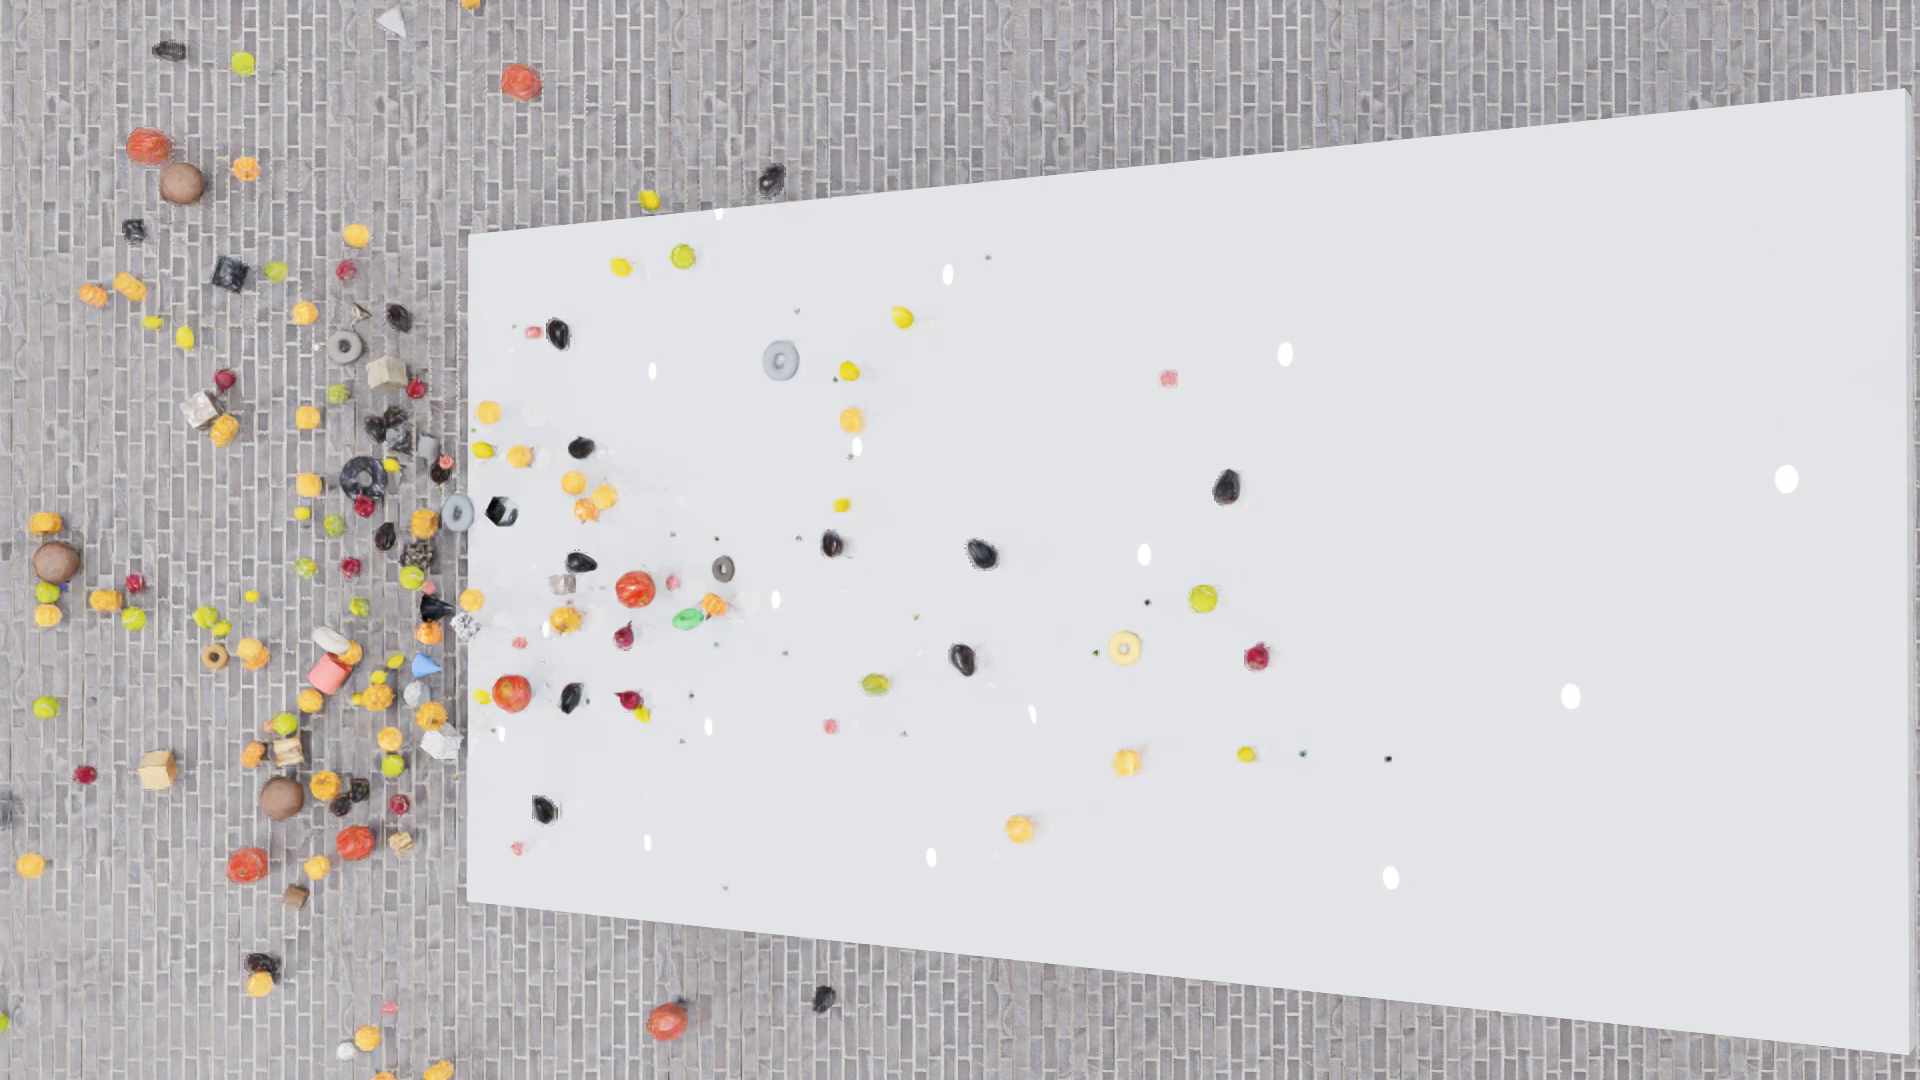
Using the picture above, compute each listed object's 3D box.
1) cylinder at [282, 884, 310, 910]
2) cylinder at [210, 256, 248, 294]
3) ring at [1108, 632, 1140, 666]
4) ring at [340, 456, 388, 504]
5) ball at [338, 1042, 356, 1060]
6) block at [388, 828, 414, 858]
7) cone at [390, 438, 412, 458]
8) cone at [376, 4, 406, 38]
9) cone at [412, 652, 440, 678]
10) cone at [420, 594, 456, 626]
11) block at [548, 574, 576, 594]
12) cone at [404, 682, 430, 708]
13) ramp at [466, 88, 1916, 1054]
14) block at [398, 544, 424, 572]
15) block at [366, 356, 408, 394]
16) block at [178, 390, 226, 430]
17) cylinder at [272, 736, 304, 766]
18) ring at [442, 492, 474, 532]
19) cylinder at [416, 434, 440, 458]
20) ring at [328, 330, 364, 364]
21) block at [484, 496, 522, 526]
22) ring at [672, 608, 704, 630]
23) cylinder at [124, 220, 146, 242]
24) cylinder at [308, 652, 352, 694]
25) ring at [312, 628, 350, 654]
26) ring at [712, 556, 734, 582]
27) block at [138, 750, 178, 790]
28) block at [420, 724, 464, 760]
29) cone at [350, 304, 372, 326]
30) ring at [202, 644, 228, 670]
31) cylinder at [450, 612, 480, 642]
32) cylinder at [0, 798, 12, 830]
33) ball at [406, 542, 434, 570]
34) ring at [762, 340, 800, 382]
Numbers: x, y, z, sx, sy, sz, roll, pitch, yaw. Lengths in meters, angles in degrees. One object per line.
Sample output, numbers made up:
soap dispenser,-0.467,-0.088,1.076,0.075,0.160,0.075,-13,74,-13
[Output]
cylinder,-2.006,1.079,6.645,0.057,0.057,0.057,25,90,0
cylinder,-2.205,-0.800,6.643,0.087,0.087,0.087,22,91,0
ring,0.408,0.271,5.455,0.088,0.029,0.088,-1,88,32
ring,-1.806,-0.184,6.662,0.145,0.048,0.145,0,88,0
ball,-1.855,1.545,6.644,0.052,0.052,0.052,0,89,0
block,-1.683,0.913,6.625,0.051,0.051,0.051,-34,62,-27
cone,-1.696,-0.280,6.644,0.061,0.061,0.061,-2,89,-33
cone,-1.705,-1.558,6.664,0.092,0.092,0.092,-35,103,0
cone,-1.594,0.383,6.627,0.078,0.078,0.078,11,89,25
cone,-1.560,0.208,6.623,0.096,0.096,0.096,-3,89,9
block,-1.151,0.127,6.371,0.054,0.054,0.054,-7,86,31
cone,-1.626,0.464,6.610,0.077,0.077,0.077,2,86,-21
ramp,0.267,0.073,5.617,4.000,0.100,2.000,0,89,31
block,-1.648,0.055,6.640,0.064,0.064,0.064,22,90,-29
block,-1.726,-0.496,6.625,0.081,0.081,0.081,-21,72,26
block,-2.288,-0.392,6.646,0.084,0.084,0.084,-32,90,0
cylinder,-2.026,0.637,6.635,0.079,0.079,0.079,-9,90,0
ring,-1.504,-0.082,6.593,0.118,0.039,0.118,1,91,32
cylinder,-1.607,-0.287,6.647,0.059,0.059,0.059,15,101,0
ring,-1.863,-0.586,6.672,0.107,0.036,0.107,0,89,1
block,-1.347,-0.085,6.485,0.064,0.064,0.064,39,109,25
ring,-0.749,0.218,6.053,0.087,0.087,0.029,-13,118,0
cylinder,-2.503,-0.937,6.666,0.053,0.053,0.053,-14,88,0
cylinder,-1.898,0.400,6.627,0.093,0.093,0.093,40,95,0
ring,-1.875,0.300,6.556,0.117,0.117,0.039,32,94,0
ring,-0.655,0.081,6.093,0.075,0.025,0.075,2,93,34
block,-2.414,0.692,6.623,0.079,0.079,0.079,-5,121,0
block,-1.553,0.603,6.597,0.076,0.076,0.076,34,107,31
cone,-1.828,-0.672,6.657,0.065,0.065,0.065,35,94,0
ring,-2.257,0.353,6.668,0.080,0.027,0.080,0,92,3
cylinder,-1.459,0.257,6.489,0.062,0.062,0.062,-41,69,0
cylinder,-2.912,0.826,6.629,0.088,0.088,0.088,7,86,0
ball,-1.613,0.047,6.569,0.084,0.084,0.084,0,89,0
ring,-0.488,-0.489,5.992,0.114,0.038,0.114,-1,88,30
